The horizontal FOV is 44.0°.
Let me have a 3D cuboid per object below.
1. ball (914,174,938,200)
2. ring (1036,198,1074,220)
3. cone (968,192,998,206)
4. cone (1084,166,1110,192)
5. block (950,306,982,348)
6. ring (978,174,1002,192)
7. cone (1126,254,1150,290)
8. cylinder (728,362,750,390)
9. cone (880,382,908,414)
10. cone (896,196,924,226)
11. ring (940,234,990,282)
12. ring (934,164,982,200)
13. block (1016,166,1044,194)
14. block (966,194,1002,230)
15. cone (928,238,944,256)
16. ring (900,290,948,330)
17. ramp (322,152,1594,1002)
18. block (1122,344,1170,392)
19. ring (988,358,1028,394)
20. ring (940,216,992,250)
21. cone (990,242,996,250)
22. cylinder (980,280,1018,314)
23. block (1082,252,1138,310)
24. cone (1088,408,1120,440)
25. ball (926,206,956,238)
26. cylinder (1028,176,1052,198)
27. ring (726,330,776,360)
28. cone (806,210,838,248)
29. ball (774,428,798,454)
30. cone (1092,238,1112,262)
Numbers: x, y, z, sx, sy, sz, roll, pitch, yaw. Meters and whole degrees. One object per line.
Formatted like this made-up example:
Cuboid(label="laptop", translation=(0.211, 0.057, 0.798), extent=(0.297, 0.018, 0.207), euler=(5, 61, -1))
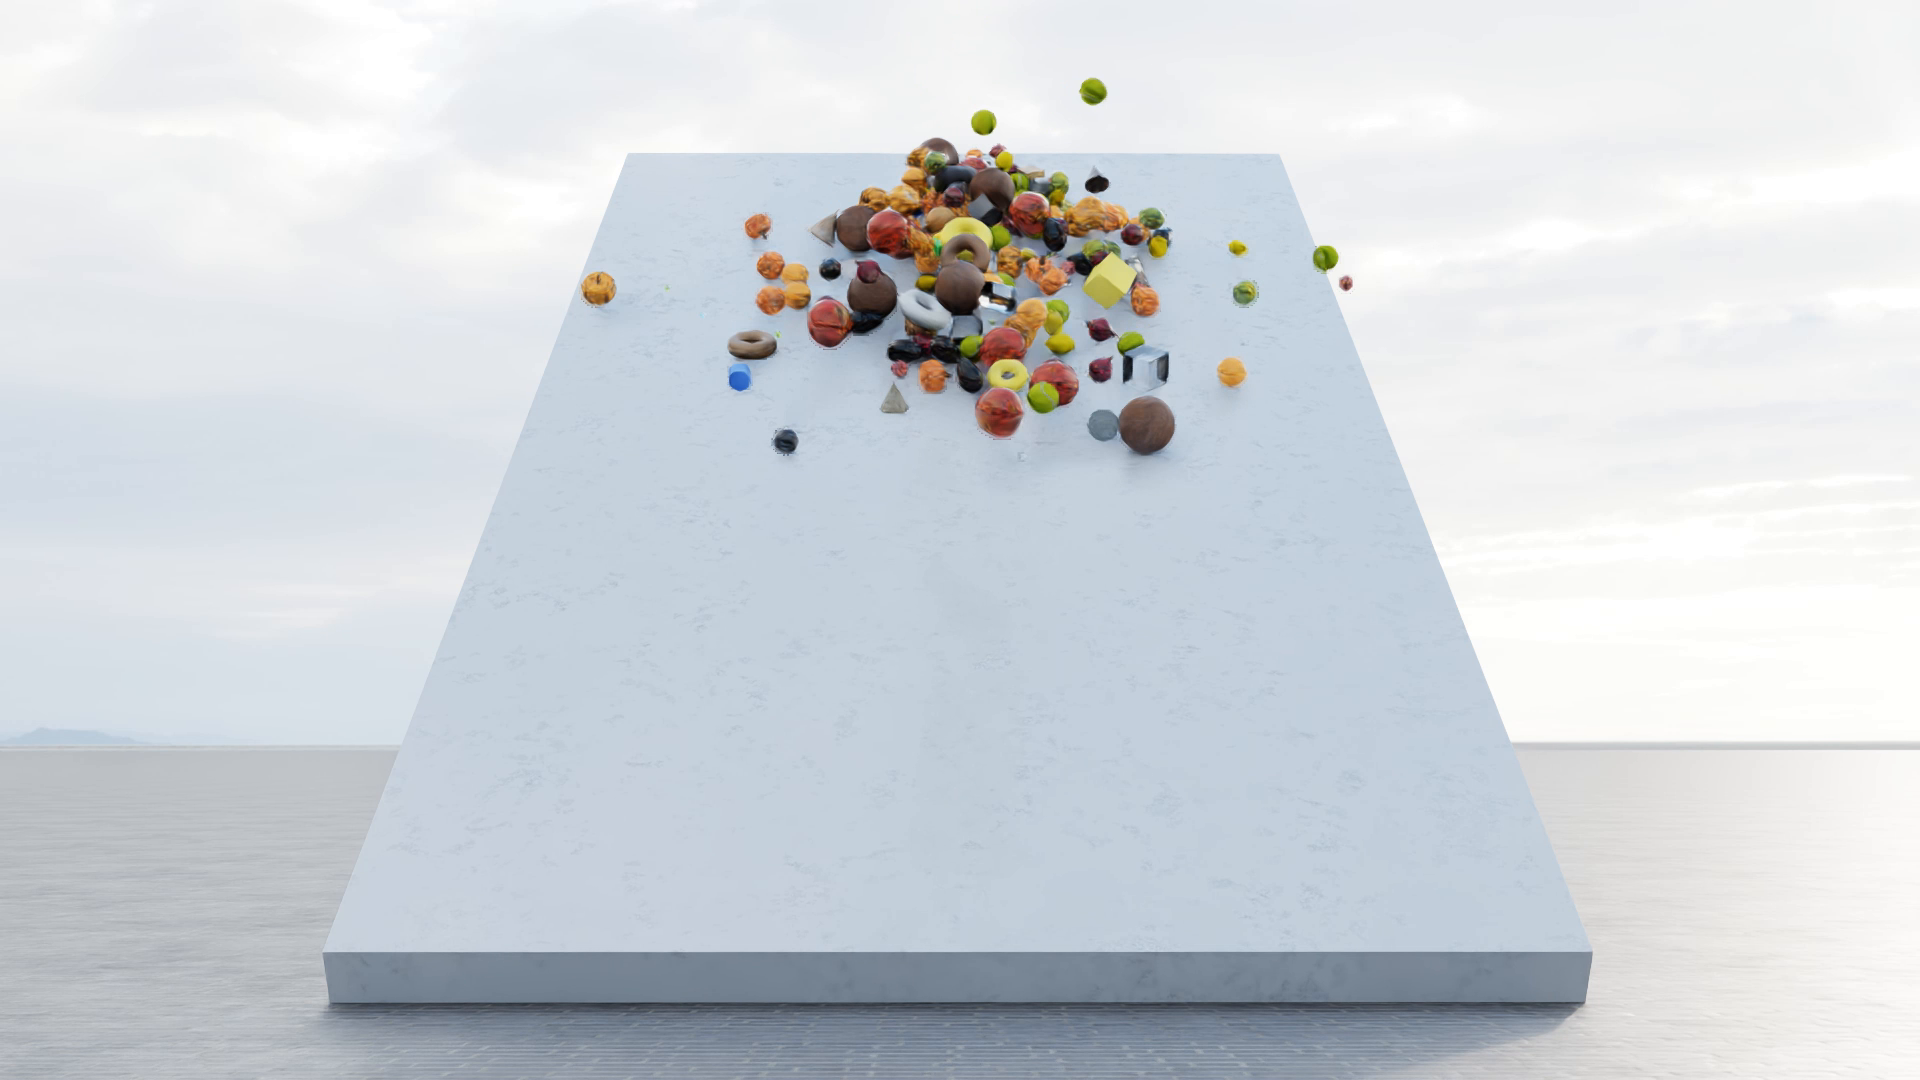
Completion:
Cuboid(label="ball", translation=(-0.094, -1.027, 6.897), extent=(0.076, 0.076, 0.076), euler=(0, -5, 0))
Cuboid(label="ring", translation=(0.273, -0.947, 6.785), extent=(0.109, 0.036, 0.109), euler=(1, 31, -1))
Cuboid(label="cone", translation=(0.084, -0.964, 6.764), extent=(0.086, 0.086, 0.086), euler=(4, 19, -39))
Cuboid(label="cone", translation=(0.387, -1.047, 6.815), extent=(0.072, 0.072, 0.072), euler=(-5, -31, -3))
Cuboid(label="block", translation=(0.014, -0.534, 5.928), extent=(0.073, 0.073, 0.073), euler=(-3, -49, -6))
Cuboid(label="ring", translation=(0.073, -1.013, 6.744), extent=(0.089, 0.030, 0.089), euler=(1, 32, 0))
Cuboid(label="cone", translation=(0.473, -0.692, 6.290), extent=(0.091, 0.091, 0.091), euler=(44, 10, 18))
Cuboid(label="cylinder", translation=(-0.528, -0.391, 5.690), extent=(0.052, 0.052, 0.052), euler=(0, 27, -4))
Cuboid(label="cone", translation=(-0.155, -0.340, 5.575), extent=(0.069, 0.069, 0.069), euler=(0, 27, 0))
Cuboid(label="cone", translation=(-0.156, -0.916, 6.706), extent=(0.078, 0.078, 0.078), euler=(42, 0, 0))
Cuboid(label="ring", translation=(0.013, -0.720, 6.068), extent=(0.131, 0.131, 0.044), euler=(-1, -10, 14))
Cuboid(label="ring", translation=(-0.006, -1.005, 6.678), extent=(0.139, 0.046, 0.139), euler=(-3, -26, -2))
Cuboid(label="block", translation=(0.205, -1.058, 6.972), extent=(0.060, 0.060, 0.060), euler=(-12, 27, -26))
Cuboid(label="block", translation=(0.067, -0.889, 6.455), extent=(0.062, 0.062, 0.062), euler=(-39, -34, 4))
Cuboid(label="cone", translation=(-0.068, -0.791, 6.322), extent=(0.052, 0.052, 0.052), euler=(36, 4, 13))
Cuboid(label="ring", translation=(-0.089, -0.566, 5.845), extent=(0.134, 0.045, 0.134), euler=(24, 28, -14))
Cuboid(label="ramp", translation=(-0.011, -0.225, 5.538), extent=(2.000, 0.100, 4.000), euler=(0, 27, 0))
Cuboid(label="block", translation=(0.445, -0.413, 5.709), extent=(0.078, 0.078, 0.078), euler=(22, 35, 36))
Cuboid(label="ring", translation=(0.114, -0.393, 5.687), extent=(0.098, 0.098, 0.033), euler=(-1, -35, 6))
Cuboid(label="ring", translation=(0.017, -0.789, 6.222), extent=(0.137, 0.137, 0.046), euler=(1, -34, -7))
Cuboid(label="cone", translation=(0.072, -0.813, 6.523), extent=(0.088, 0.088, 0.088), euler=(-5, -12, 44))
Cuboid(label="cylinder", translation=(0.094, -0.591, 5.778), extent=(0.067, 0.067, 0.067), euler=(11, -9, -27))
Cuboid(label="block", translation=(0.386, -0.667, 6.128), extent=(0.087, 0.087, 0.087), euler=(38, -38, -11))
Cuboid(label="cone", translation=(0.337, -0.263, 5.467), extent=(0.074, 0.074, 0.074), euler=(-1, 0, 14))
Cuboid(label="ball", translation=(-0.051, -0.882, 6.600), extent=(0.091, 0.091, 0.091), euler=(0, -5, 0))
Cuboid(label="cylinder", translation=(0.233, -1.029, 6.924), extent=(0.053, 0.053, 0.053), euler=(-17, 5, -33))
Cuboid(label="ring", translation=(-0.515, -0.483, 5.881), extent=(0.125, 0.042, 0.125), euler=(1, 27, -1))
Cuboid(label="cone", translation=(-0.360, -0.864, 6.504), extent=(0.092, 0.092, 0.092), euler=(34, 6, -4))
Cuboid(label="ball", translation=(-0.392, -0.224, 5.362), extent=(0.056, 0.056, 0.056), euler=(0, -5, 0))
Cuboid(label="cone", translation=(0.395, -0.795, 6.461), extent=(0.066, 0.066, 0.066), euler=(0, 27, 0))
